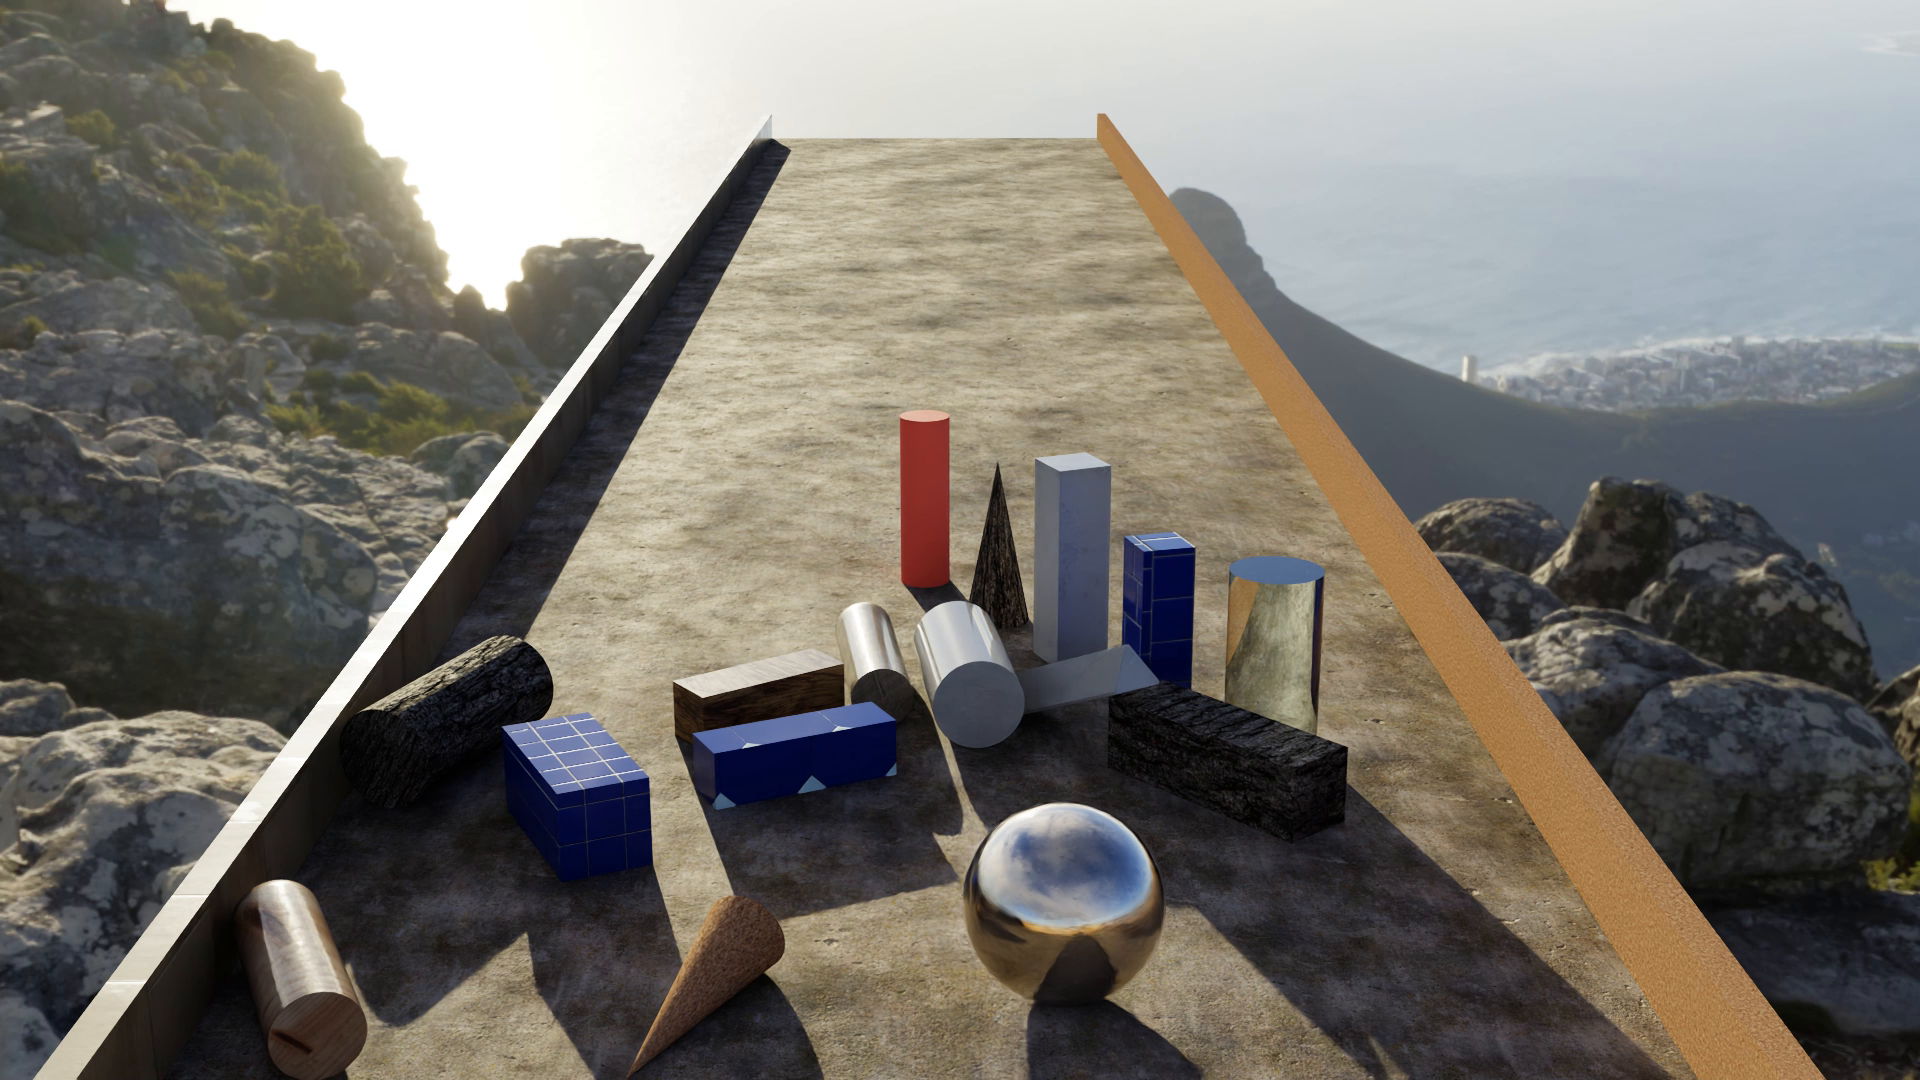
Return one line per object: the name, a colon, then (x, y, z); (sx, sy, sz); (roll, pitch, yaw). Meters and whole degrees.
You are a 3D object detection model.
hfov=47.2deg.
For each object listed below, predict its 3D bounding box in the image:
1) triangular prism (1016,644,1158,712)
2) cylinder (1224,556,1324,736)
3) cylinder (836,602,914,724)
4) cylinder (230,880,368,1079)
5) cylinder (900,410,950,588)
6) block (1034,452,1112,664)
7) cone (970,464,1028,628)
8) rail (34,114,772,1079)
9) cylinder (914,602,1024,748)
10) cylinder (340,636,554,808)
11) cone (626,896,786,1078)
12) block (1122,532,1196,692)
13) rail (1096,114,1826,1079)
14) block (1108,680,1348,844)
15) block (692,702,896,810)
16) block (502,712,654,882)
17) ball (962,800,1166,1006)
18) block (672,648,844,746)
triangular prism: (0.206, 0.250, 3.943); (0.089, 0.077, 0.421); (-11, -5, -27)
cylinder: (0.553, 0.218, 3.885); (0.166, 0.346, 0.166); (0, 17, 0)
cylinder: (-0.168, 0.235, 4.232); (0.116, 0.116, 0.394); (-2, 17, -7)
cylinder: (-0.908, 0.595, 3.006); (0.126, 0.126, 0.366); (-7, 18, -24)
cylinder: (-0.078, -0.091, 4.871); (0.109, 0.378, 0.109); (0, 17, 0)
block: (0.222, 0.041, 4.376); (0.112, 0.406, 0.112); (-7, 18, -22)
cone: (0.079, 0.001, 4.616); (0.135, 0.347, 0.135); (0, 17, 0)
rail: (-1.118, -0.838, 7.780); (0.050, 0.150, 12.000); (0, 17, -1)
cylinder: (0.013, 0.246, 4.106); (0.167, 0.167, 0.346); (-2, 17, -7)
cylinder: (-0.895, 0.313, 3.863); (0.177, 0.177, 0.401); (6, 18, 20)
cone: (-0.370, 0.631, 2.999); (0.123, 0.123, 0.336); (7, 28, 23)
block: (0.372, 0.156, 4.140); (0.103, 0.320, 0.103); (-5, 17, -15)
rail: (0.932, -0.844, 7.801); (0.050, 0.150, 12.000); (0, 17, -1)
block: (0.449, 0.371, 3.746); (0.133, 0.133, 0.425); (-14, 21, -39)
block: (-0.284, 0.370, 3.802); (0.336, 0.102, 0.102); (-8, 18, -26)
block: (-0.625, 0.413, 3.577); (0.149, 0.149, 0.317); (-8, 18, -25)
ball: (0.143, 0.502, 3.047); (0.280, 0.280, 0.280); (0, 17, 0)
block: (-0.368, 0.294, 4.052); (0.302, 0.107, 0.107); (-12, 20, -35)
